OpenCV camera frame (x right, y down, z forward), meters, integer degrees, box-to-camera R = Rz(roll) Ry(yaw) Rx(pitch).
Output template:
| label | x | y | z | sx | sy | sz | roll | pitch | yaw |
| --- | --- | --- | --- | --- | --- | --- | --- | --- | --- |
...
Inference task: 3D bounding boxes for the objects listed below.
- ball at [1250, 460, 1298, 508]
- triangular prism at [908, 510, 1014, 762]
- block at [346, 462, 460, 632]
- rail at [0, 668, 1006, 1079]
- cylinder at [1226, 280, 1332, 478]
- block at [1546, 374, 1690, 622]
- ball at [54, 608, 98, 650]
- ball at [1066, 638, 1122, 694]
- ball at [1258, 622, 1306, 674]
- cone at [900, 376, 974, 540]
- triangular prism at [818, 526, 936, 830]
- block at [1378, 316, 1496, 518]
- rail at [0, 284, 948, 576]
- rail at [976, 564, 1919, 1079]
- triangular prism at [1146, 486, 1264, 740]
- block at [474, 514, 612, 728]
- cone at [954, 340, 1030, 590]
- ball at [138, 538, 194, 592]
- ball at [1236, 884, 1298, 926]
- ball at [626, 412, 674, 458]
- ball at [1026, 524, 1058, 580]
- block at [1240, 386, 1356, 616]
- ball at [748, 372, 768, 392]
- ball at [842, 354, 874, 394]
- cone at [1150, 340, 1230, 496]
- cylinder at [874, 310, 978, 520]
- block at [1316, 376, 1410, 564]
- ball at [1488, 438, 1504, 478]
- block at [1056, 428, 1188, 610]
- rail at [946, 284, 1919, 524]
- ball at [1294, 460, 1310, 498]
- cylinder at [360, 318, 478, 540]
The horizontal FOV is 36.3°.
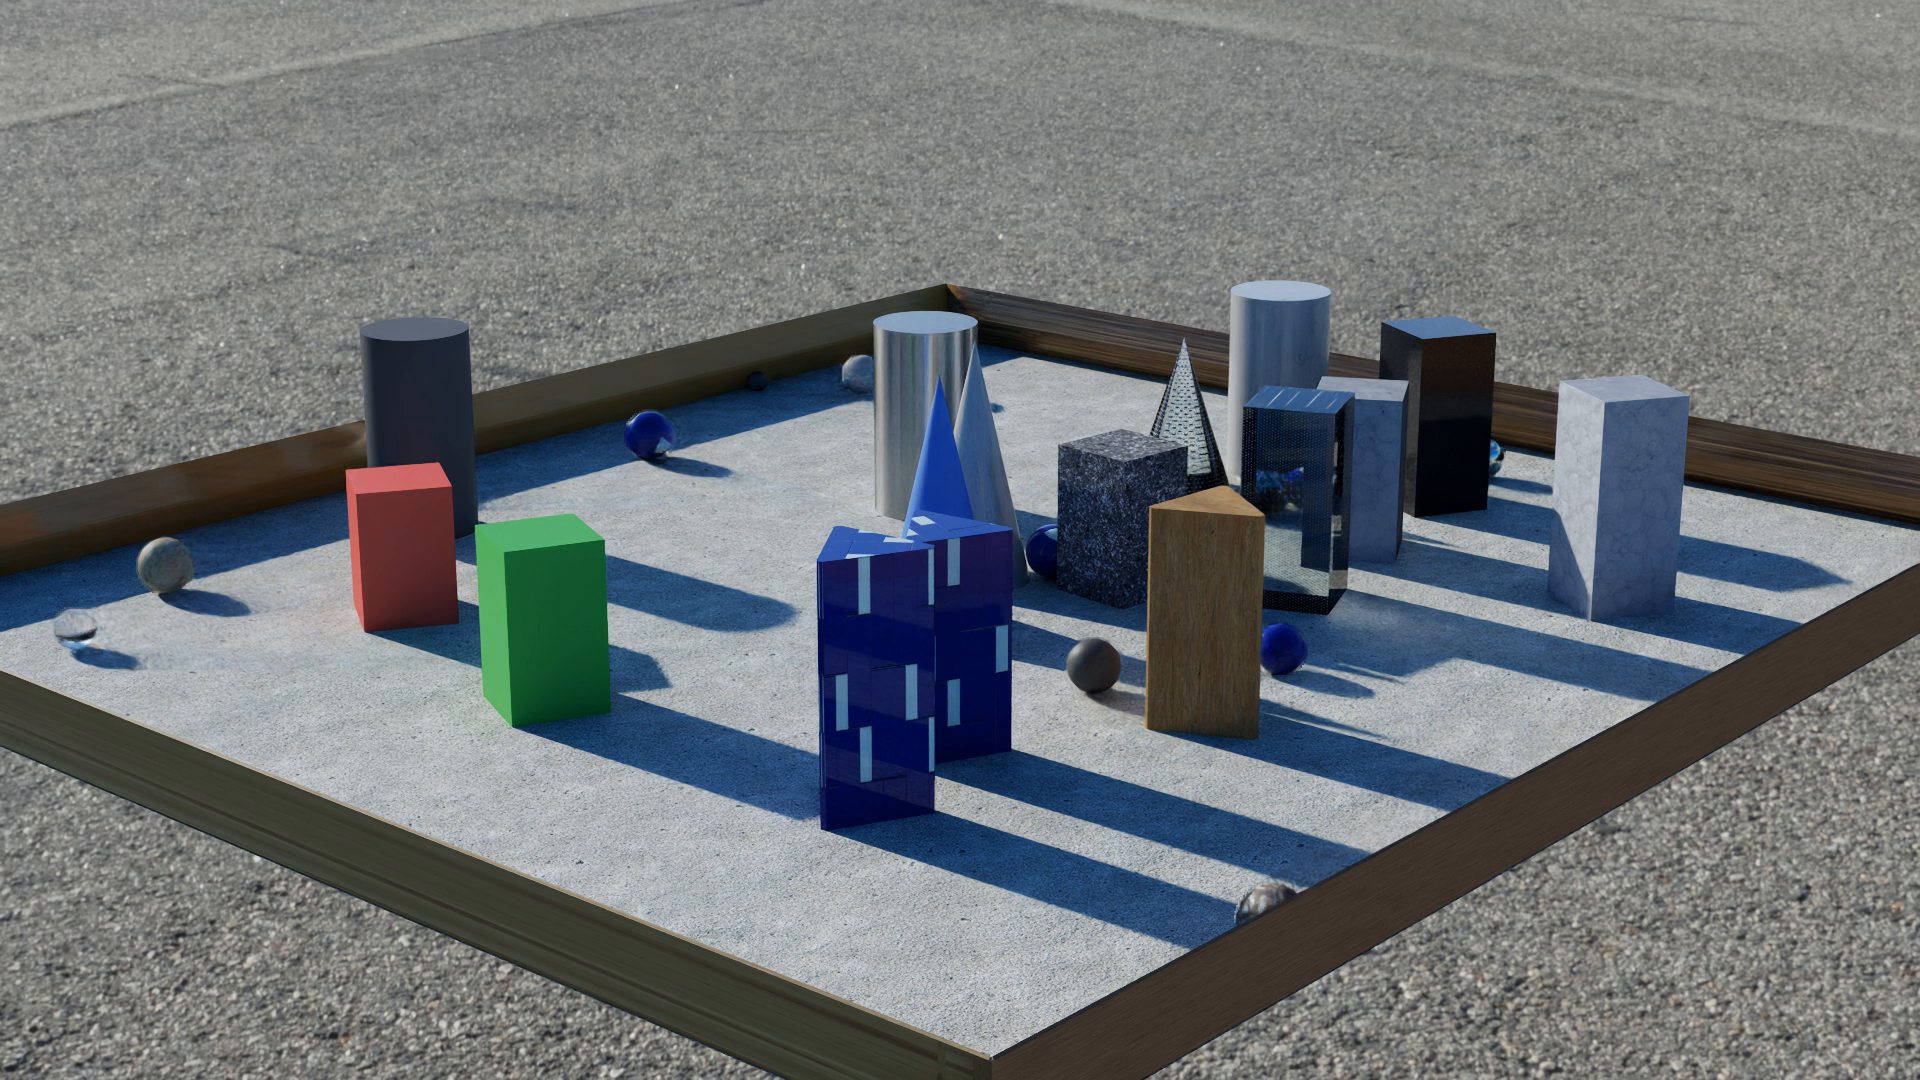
| label | x | y | z | sx | sy | sz | roll | pitch | yaw |
| --- | --- | --- | --- | --- | --- | --- | --- | --- | --- |
| ball | 0.606 | -0.107 | 5.653 | 0.091 | 0.091 | 0.091 | 0 | 17 | 0 |
| triangular prism | -0.031 | 0.141 | 4.386 | 0.172 | 0.347 | 0.149 | -8 | 18 | -25 |
| block | -0.951 | 0.011 | 4.999 | 0.159 | 0.242 | 0.159 | -5 | 18 | -17 |
| rail | -0.978 | 0.357 | 4.041 | 2.722 | 0.129 | 0.045 | 14 | 22 | 39 |
| cylinder | 0.638 | -0.319 | 5.876 | 0.199 | 0.368 | 0.199 | 0 | 17 | 0 |
| block | 1.128 | -0.074 | 5.035 | 0.159 | 0.384 | 0.159 | -5 | 17 | -16 |
| ball | -1.462 | 0.147 | 4.844 | 0.070 | 0.070 | 0.070 | 0 | 17 | 0 |
| ball | 0.212 | 0.199 | 4.642 | 0.087 | 0.087 | 0.087 | 0 | 17 | 0 |
| ball | 0.517 | 0.175 | 4.729 | 0.083 | 0.083 | 0.083 | 0 | 17 | 0 |
| cone | -0.034 | -0.068 | 4.927 | 0.199 | 0.434 | 0.199 | 0 | 17 | 0 |
| triangular prism | -0.144 | 0.188 | 4.147 | 0.172 | 0.394 | 0.149 | -7 | 18 | -23 |
| block | 0.913 | -0.239 | 5.644 | 0.159 | 0.349 | 0.159 | -6 | 18 | -20 |
| rail | -1.010 | -0.221 | 5.959 | 0.045 | 0.129 | 3.031 | 14 | 22 | 39 |
| rail | 1.010 | 0.285 | 4.280 | 0.045 | 0.129 | 3.031 | 14 | 22 | 39 |
| triangular prism | 0.387 | 0.106 | 4.491 | 0.172 | 0.353 | 0.149 | 5 | 17 | 15 |
| block | -0.648 | 0.123 | 4.559 | 0.159 | 0.281 | 0.159 | -8 | 18 | -24 |
| cone | 0.026 | -0.141 | 5.167 | 0.199 | 0.435 | 0.199 | 0 | 17 | 0 |
| ball | -1.391 | 0.044 | 5.141 | 0.097 | 0.097 | 0.097 | 0 | 17 | 0 |
| ball | 0.395 | 0.480 | 3.703 | 0.091 | 0.091 | 0.091 | 0 | 17 | 0 |
| ball | -0.634 | -0.215 | 5.999 | 0.098 | 0.098 | 0.098 | 0 | 17 | 0 |
| ball | 0.166 | 0.021 | 5.213 | 0.099 | 0.099 | 0.099 | 0 | 17 | 0 |
| block | 0.582 | -0.070 | 5.072 | 0.159 | 0.356 | 0.159 | 6 | 18 | 18 |
| ball | -0.452 | -0.355 | 6.554 | 0.045 | 0.045 | 0.045 | 0 | 17 | 0 |
| ball | -0.221 | -0.369 | 6.529 | 0.088 | 0.088 | 0.088 | 0 | 17 | 0 |
| cone | 0.436 | -0.248 | 5.748 | 0.199 | 0.306 | 0.199 | 0 | 17 | 0 |
| cylinder | -0.066 | -0.238 | 5.611 | 0.199 | 0.366 | 0.199 | 0 | 17 | 0 |
| block | 0.728 | -0.129 | 5.357 | 0.159 | 0.303 | 0.159 | 4 | 17 | 12 |
| ball | 1.046 | -0.164 | 5.857 | 0.082 | 0.082 | 0.082 | 0 | 17 | 0 |
| block | 0.283 | -0.039 | 5.125 | 0.159 | 0.264 | 0.159 | -15 | 23 | -41 |
| rail | 0.978 | -0.293 | 6.198 | 2.722 | 0.129 | 0.045 | 14 | 22 | 39 |
| ball | 0.680 | -0.117 | 5.716 | 0.074 | 0.074 | 0.074 | 0 | 17 | 0 |
| cylinder | -1.008 | -0.206 | 5.472 | 0.199 | 0.385 | 0.199 | 0 | 17 | 0 |
